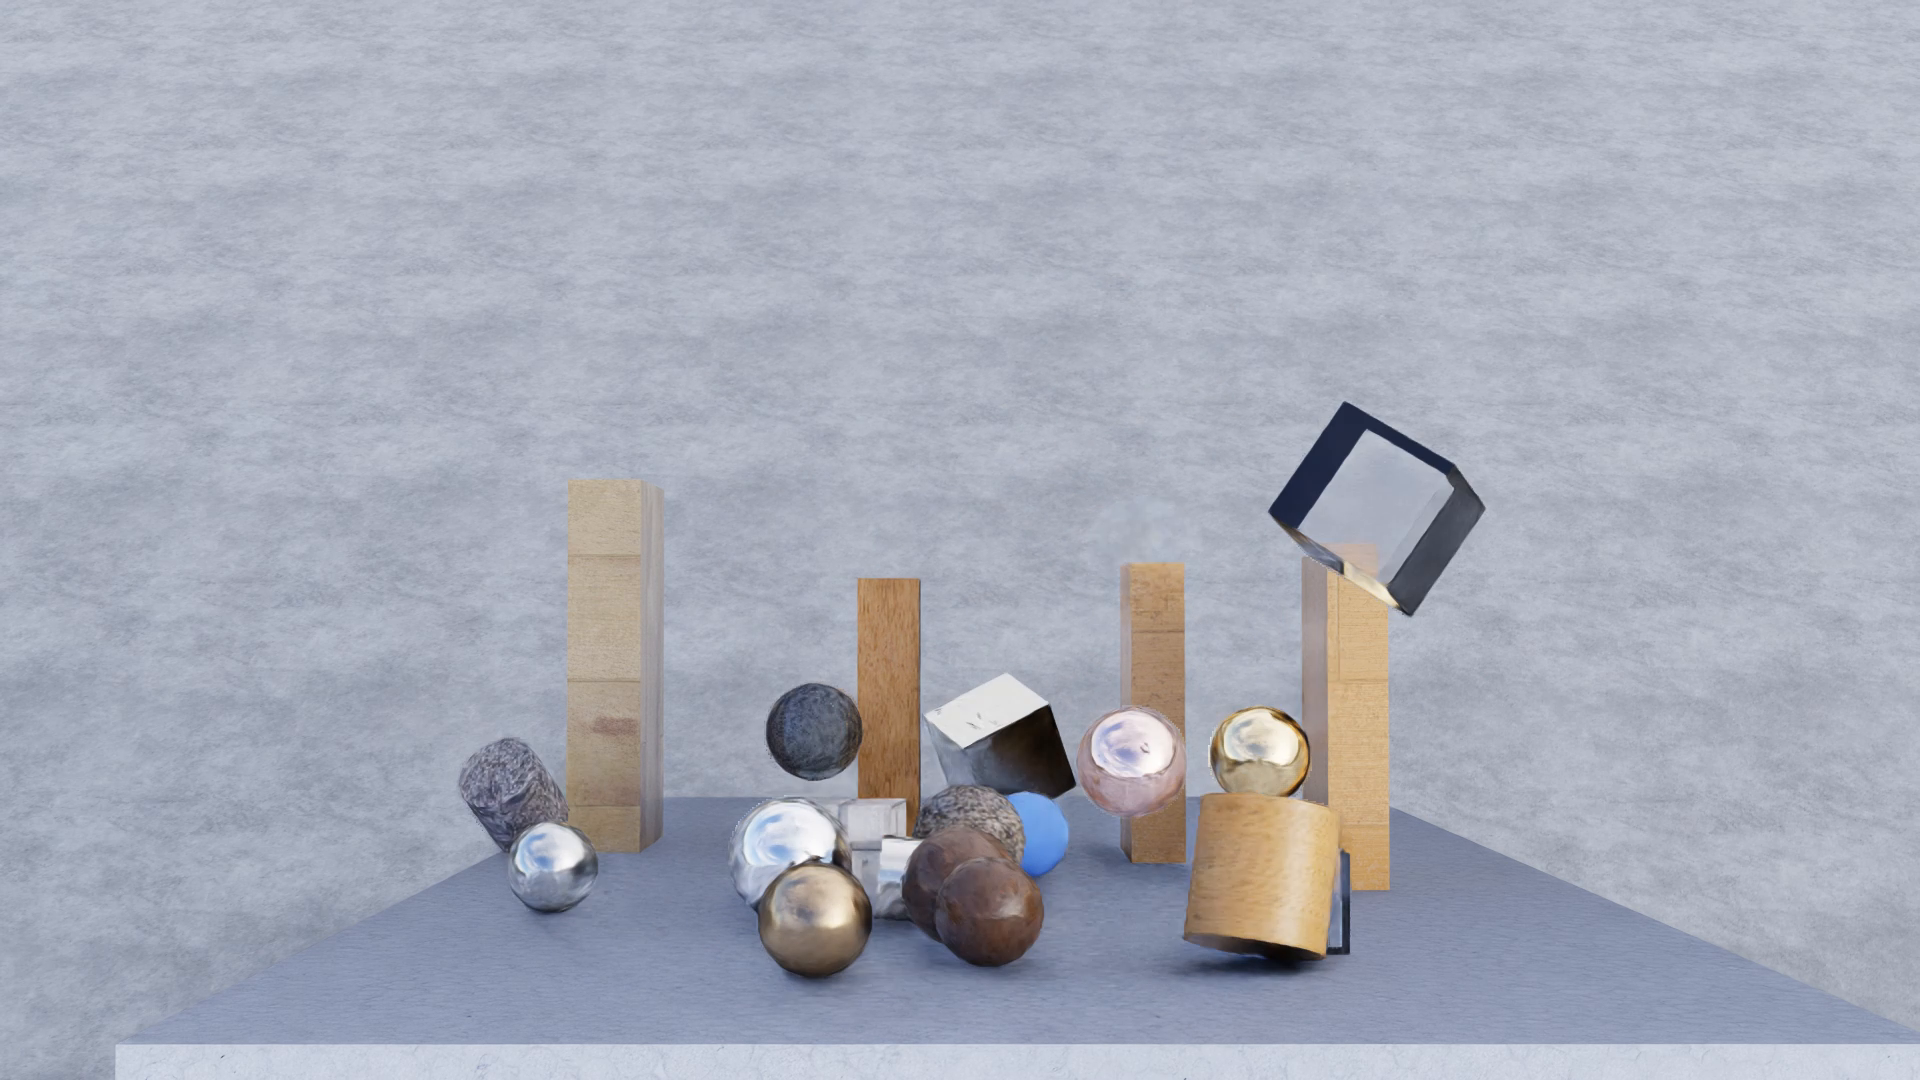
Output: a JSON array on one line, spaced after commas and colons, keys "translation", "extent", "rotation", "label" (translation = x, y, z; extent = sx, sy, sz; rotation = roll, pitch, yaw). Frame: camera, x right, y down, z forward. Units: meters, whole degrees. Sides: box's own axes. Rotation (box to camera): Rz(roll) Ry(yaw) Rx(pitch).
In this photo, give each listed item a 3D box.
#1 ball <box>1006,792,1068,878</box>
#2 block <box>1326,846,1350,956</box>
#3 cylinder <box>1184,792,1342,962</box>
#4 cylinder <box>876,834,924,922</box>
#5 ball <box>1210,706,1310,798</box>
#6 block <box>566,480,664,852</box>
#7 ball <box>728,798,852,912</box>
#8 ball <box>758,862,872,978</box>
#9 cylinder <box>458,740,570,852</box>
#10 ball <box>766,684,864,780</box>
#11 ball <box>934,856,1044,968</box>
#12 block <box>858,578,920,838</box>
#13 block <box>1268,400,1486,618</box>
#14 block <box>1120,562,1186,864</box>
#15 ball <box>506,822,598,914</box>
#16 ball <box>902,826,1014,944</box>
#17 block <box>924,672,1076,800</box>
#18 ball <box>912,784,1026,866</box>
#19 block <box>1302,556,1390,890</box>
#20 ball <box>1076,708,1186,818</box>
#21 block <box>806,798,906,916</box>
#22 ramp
[{"translation": [0.119, 0.532, 4.686], "extent": [0.155, 0.155, 0.155], "rotation": [0, 35, 0], "label": "ball"}, {"translation": [0.470, 0.507, 3.668], "extent": [0.140, 0.140, 0.140], "rotation": [0, -2, 1], "label": "block"}, {"translation": [0.407, 0.454, 3.496], "extent": [0.191, 0.191, 0.191], "rotation": [7, 75, 9], "label": "cylinder"}, {"translation": [-0.060, 0.516, 3.939], "extent": [0.127, 0.127, 0.127], "rotation": [5, 35, -1], "label": "cylinder"}, {"translation": [0.516, 0.371, 4.468], "extent": [0.173, 0.173, 0.173], "rotation": [0, 35, 0], "label": "ball"}, {"translation": [-0.713, 0.258, 5.406], "extent": [0.147, 0.747, 0.410], "rotation": [0, -2, 0], "label": "block"}, {"translation": [-0.261, 0.493, 4.006], "extent": [0.190, 0.190, 0.190], "rotation": [0, 35, 0], "label": "ball"}, {"translation": [-0.188, 0.493, 3.376], "extent": [0.150, 0.150, 0.150], "rotation": [0, 35, 0], "label": "ball"}, {"translation": [-0.842, 0.486, 4.910], "extent": [0.156, 0.156, 0.156], "rotation": [-12, 46, 12], "label": "cylinder"}, {"translation": [-0.276, 0.364, 4.935], "extent": [0.185, 0.185, 0.185], "rotation": [0, 35, 0], "label": "ball"}, {"translation": [0.039, 0.497, 3.478], "extent": [0.147, 0.147, 0.147], "rotation": [0, 35, 0], "label": "ball"}, {"translation": [-0.138, 0.350, 5.115], "extent": [0.118, 0.545, 0.261], "rotation": [0, -2, 0], "label": "block"}, {"translation": [0.468, -0.033, 2.909], "extent": [0.151, 0.151, 0.151], "rotation": [34, 89, 30], "label": "block"}, {"translation": [0.380, 0.335, 5.139], "extent": [0.103, 0.575, 0.327], "rotation": [0, -2, 0], "label": "block"}, {"translation": [-0.647, 0.519, 4.124], "extent": [0.145, 0.145, 0.145], "rotation": [0, 35, 0], "label": "ball"}, {"translation": [0.001, 0.494, 3.704], "extent": [0.169, 0.169, 0.169], "rotation": [0, 35, 0], "label": "ball"}, {"translation": [0.081, 0.429, 5.281], "extent": [0.200, 0.200, 0.200], "rotation": [-26, 25, -16], "label": "block"}, {"translation": [0.015, 0.503, 4.339], "extent": [0.190, 0.190, 0.190], "rotation": [0, 35, 0], "label": "ball"}, {"translation": [0.686, 0.317, 4.643], "extent": [0.105, 0.581, 0.335], "rotation": [0, -2, 0], "label": "block"}, {"translation": [0.224, 0.290, 3.393], "extent": [0.144, 0.144, 0.144], "rotation": [0, 35, 0], "label": "ball"}, {"translation": [-0.184, 0.507, 4.179], "extent": [0.172, 0.172, 0.172], "rotation": [0, -2, 7], "label": "block"}, {"translation": [0.077, 0.664, 4.834], "extent": [2.000, 0.100, 4.000], "rotation": [0, -2, 0], "label": "ramp"}]
